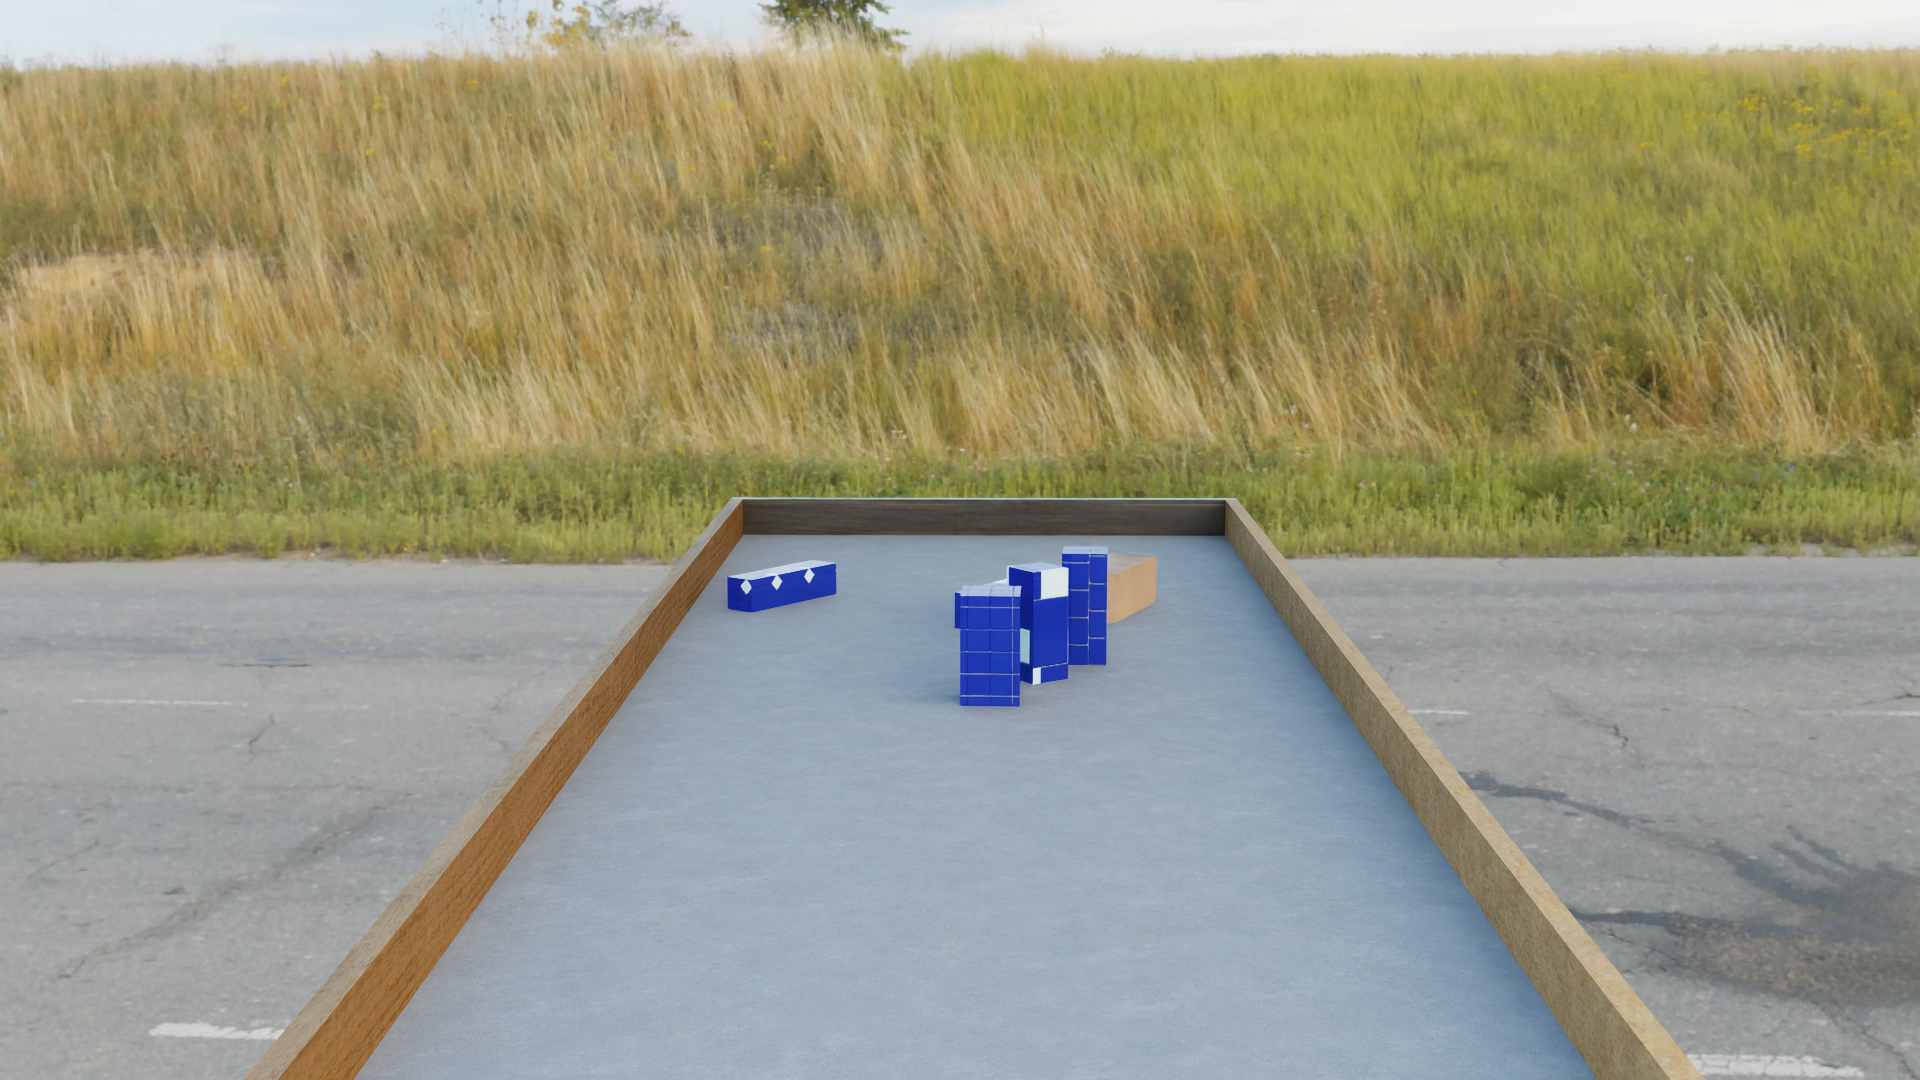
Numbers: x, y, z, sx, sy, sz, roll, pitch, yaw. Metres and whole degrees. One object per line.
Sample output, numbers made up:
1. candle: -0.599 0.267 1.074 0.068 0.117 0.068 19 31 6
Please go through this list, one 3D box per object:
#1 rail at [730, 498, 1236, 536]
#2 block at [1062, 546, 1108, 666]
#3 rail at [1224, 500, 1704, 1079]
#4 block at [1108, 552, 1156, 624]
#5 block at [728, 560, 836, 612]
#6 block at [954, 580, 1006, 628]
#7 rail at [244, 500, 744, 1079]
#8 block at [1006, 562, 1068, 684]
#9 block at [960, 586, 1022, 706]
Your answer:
1. rail: 0.099 -0.098 9.147 2.100 0.150 0.050 0 9 1
2. block: 0.378 0.199 6.667 0.136 0.340 0.136 1 9 4
3. rail: 1.046 0.843 3.208 0.050 0.150 12.000 0 9 1
4. block: 0.521 0.160 7.476 0.163 0.163 0.416 4 10 24
5. block: -0.617 0.158 7.654 0.111 0.111 0.438 7 11 37
6. block: 0.130 0.212 7.296 0.118 0.118 0.345 6 11 34
7. rail: -1.004 0.839 3.234 0.050 0.150 12.000 0 9 1
8. block: 0.226 0.242 6.433 0.129 0.329 0.129 -6 11 -35
9. block: 0.087 0.295 6.157 0.165 0.310 0.165 0 9 3
